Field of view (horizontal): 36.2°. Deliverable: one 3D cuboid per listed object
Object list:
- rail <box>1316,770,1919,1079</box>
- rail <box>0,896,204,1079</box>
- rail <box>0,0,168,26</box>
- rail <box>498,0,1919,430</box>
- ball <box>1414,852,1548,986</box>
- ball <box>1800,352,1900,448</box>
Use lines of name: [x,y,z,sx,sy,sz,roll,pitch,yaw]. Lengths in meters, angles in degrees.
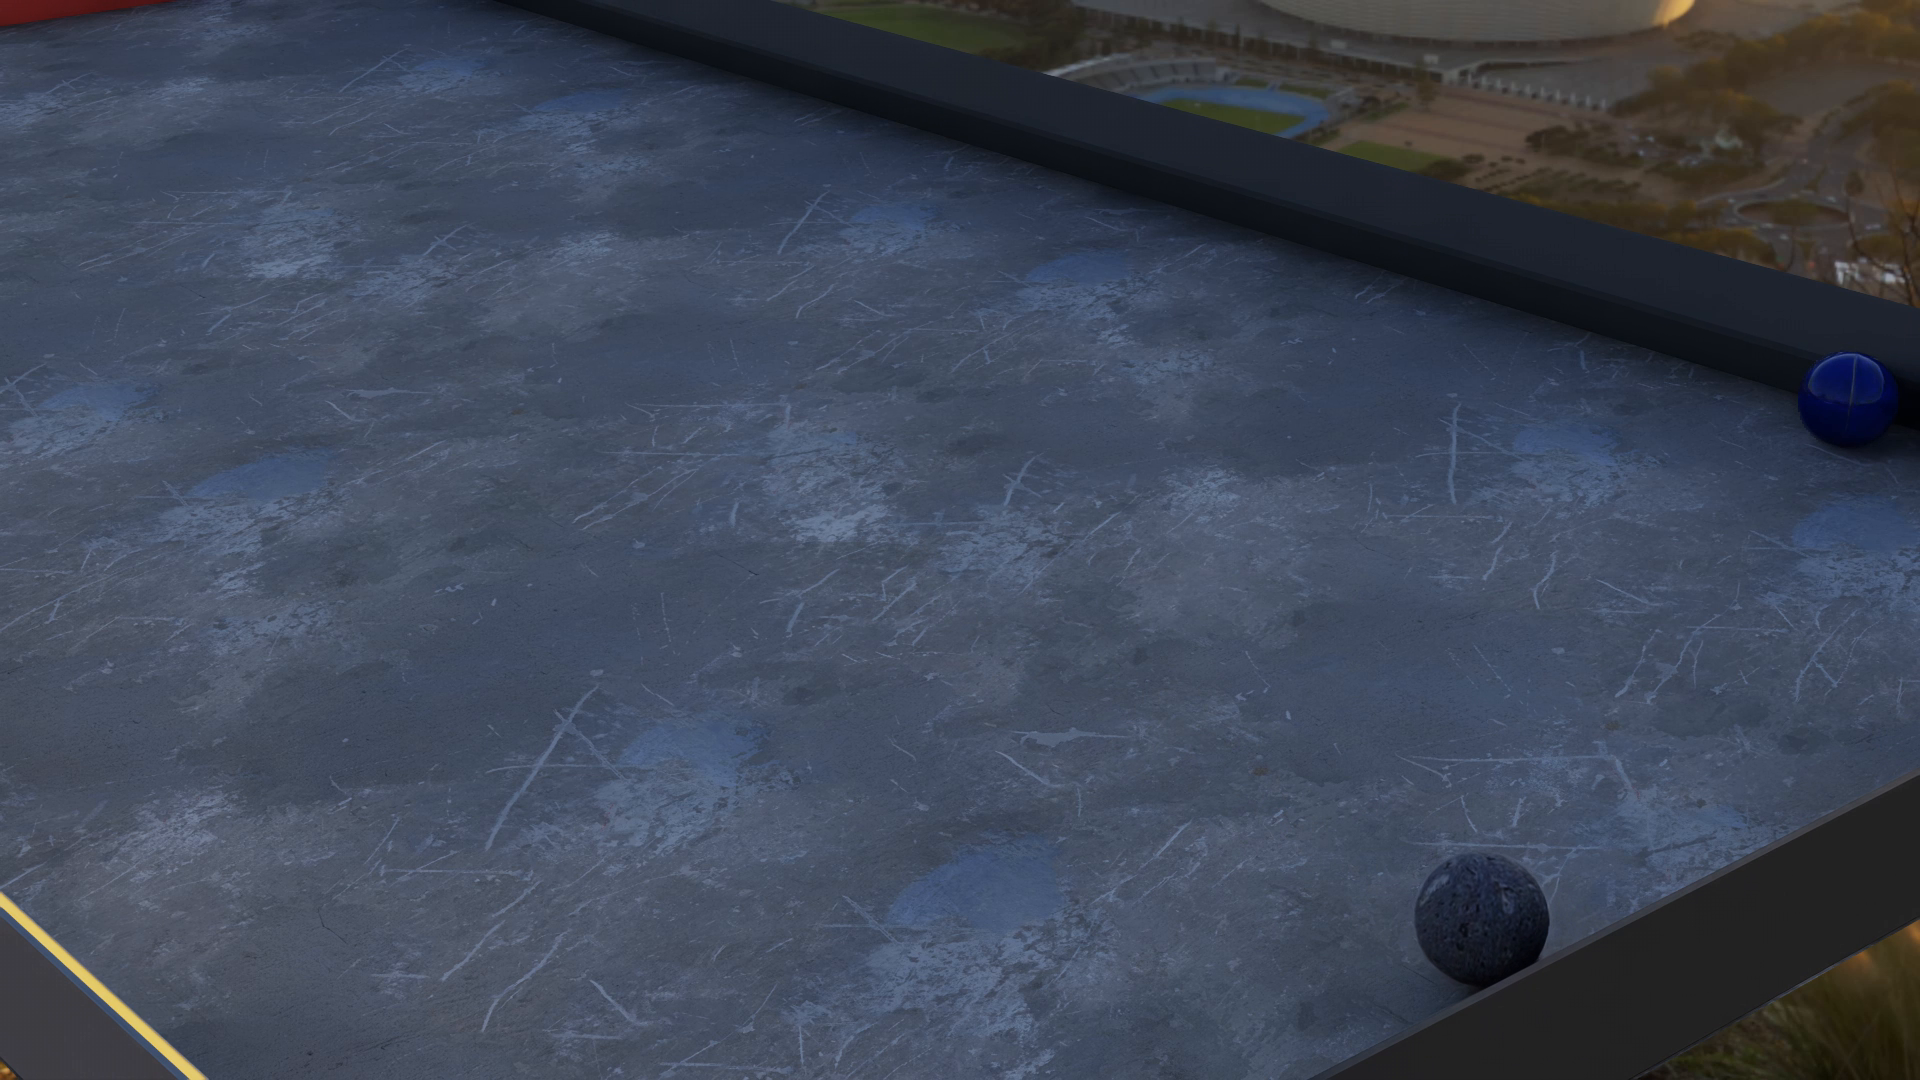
rail: [0.530,0.214,1.858,1.847,0.116,0.045,-18,28,-37]
rail: [-1.233,-0.050,2.503,0.045,0.116,3.386,-18,28,-37]
rail: [-1.622,-0.755,4.220,1.847,0.116,0.045,-18,28,-37]
rail: [0.142,-0.491,3.575,0.045,0.116,3.386,-18,28,-37]
ball: [0.327,0.238,1.846,0.084,0.084,0.084,0,22,0]
ball: [0.827,-0.130,2.736,0.089,0.089,0.089,0,22,0]
